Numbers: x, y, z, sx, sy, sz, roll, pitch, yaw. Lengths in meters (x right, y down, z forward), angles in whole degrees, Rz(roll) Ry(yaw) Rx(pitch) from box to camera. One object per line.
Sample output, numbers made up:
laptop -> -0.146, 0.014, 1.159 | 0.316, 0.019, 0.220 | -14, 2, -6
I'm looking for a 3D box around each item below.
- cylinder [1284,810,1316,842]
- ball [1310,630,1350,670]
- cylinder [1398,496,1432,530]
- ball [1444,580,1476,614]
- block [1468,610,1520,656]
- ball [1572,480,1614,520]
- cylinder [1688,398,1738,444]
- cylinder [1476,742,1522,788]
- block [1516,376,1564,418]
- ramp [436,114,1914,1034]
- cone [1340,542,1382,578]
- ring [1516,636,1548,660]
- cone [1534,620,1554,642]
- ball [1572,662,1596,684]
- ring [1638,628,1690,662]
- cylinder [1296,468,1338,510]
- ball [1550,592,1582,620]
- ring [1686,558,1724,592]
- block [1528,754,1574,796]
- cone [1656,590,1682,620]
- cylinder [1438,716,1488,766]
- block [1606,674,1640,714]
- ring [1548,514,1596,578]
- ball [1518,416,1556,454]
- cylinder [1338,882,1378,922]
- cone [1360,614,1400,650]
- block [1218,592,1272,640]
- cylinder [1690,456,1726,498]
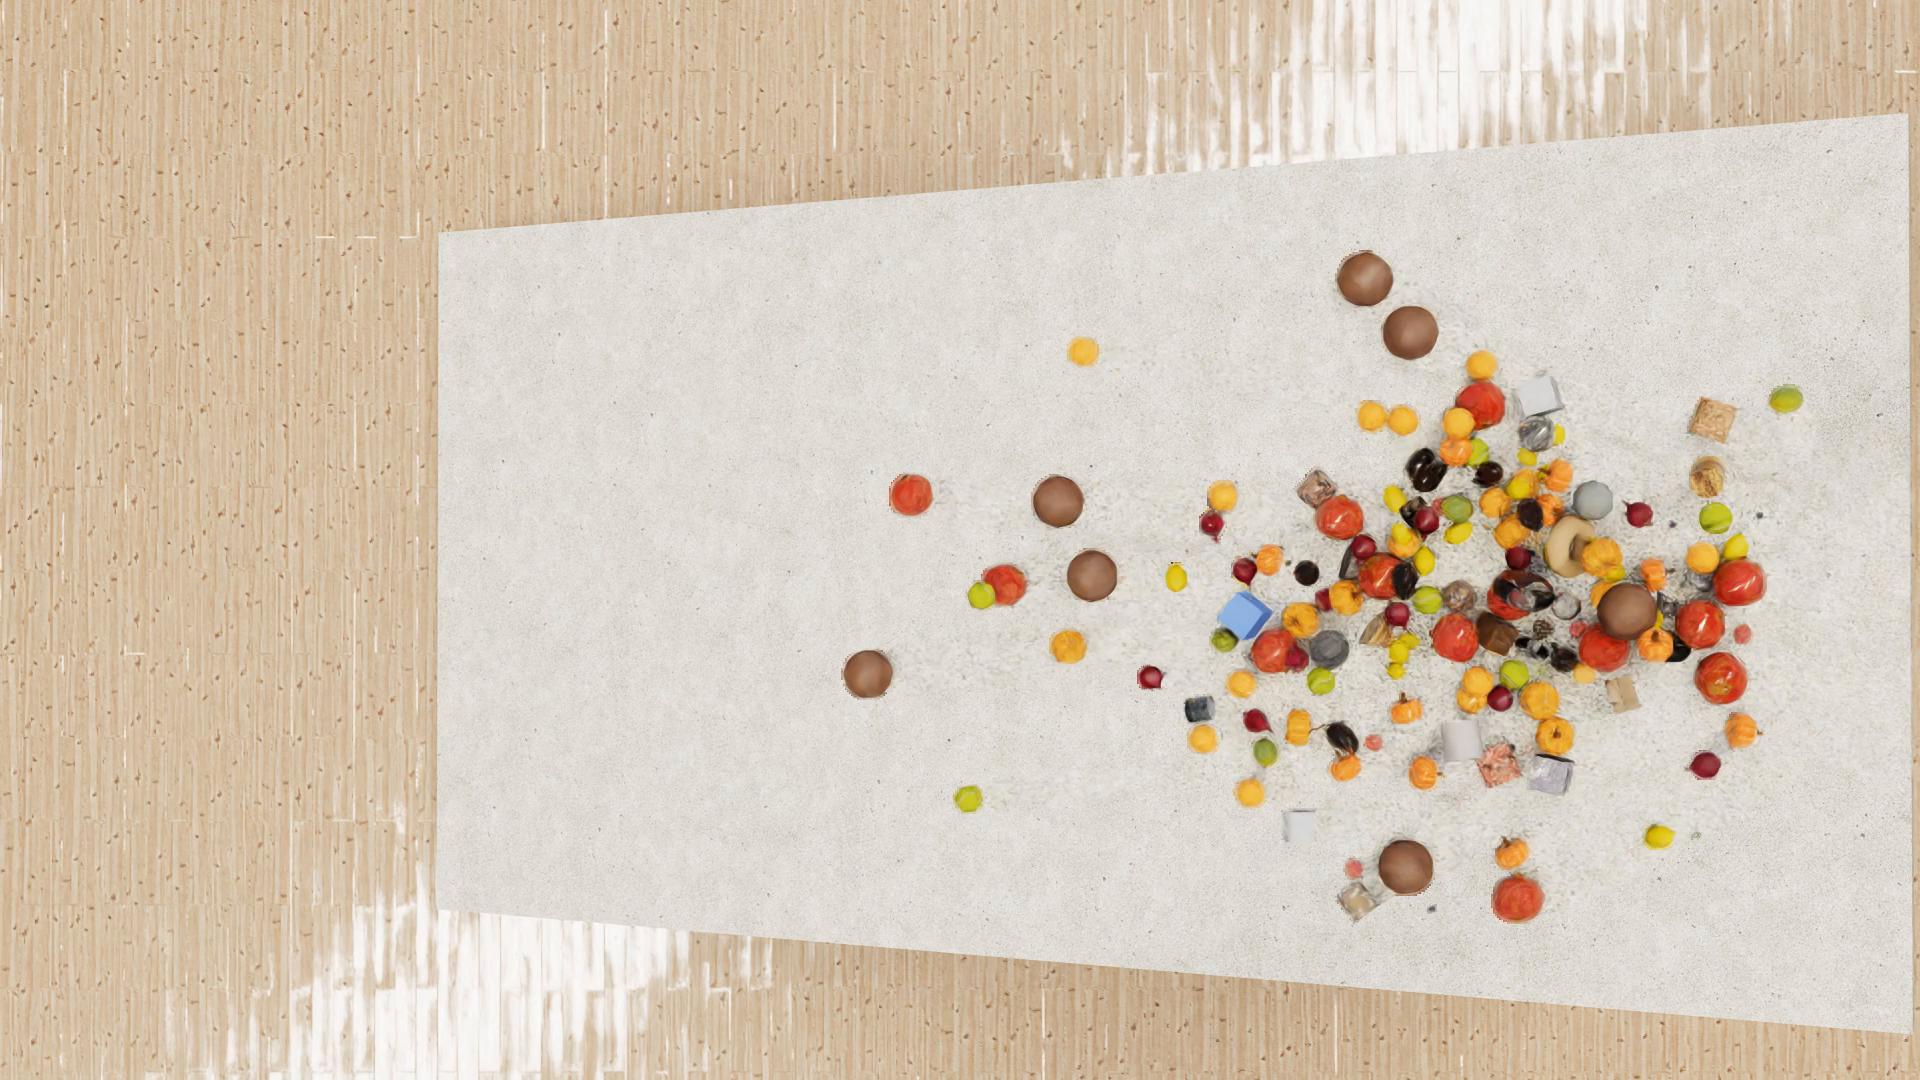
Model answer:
cylinder -> 0.822, 0.692, 5.314 | 0.073, 0.073, 0.073 | -4, 85, 0
ball -> 0.884, 0.262, 5.259 | 0.097, 0.097, 0.097 | 0, 89, 0
cylinder -> 1.078, -0.066, 5.206 | 0.057, 0.057, 0.057 | -38, 89, 1
ball -> 1.172, 0.133, 5.155 | 0.077, 0.077, 0.077 | 0, 89, 0
block -> 1.242, 0.217, 5.111 | 0.069, 0.069, 0.069 | 20, 106, -30
ball -> 1.431, -0.088, 4.969 | 0.091, 0.091, 0.091 | 0, 89, 0
cylinder -> 1.683, -0.268, 4.914 | 0.082, 0.082, 0.082 | 19, 98, 0
cylinder -> 1.249, 0.523, 5.110 | 0.085, 0.085, 0.085 | -21, 80, 0
block -> 1.341, -0.330, 5.081 | 0.077, 0.077, 0.077 | -17, 82, 24
ramp -> 0.281, 0.081, 5.683 | 4.000, 0.100, 2.000 | 0, 89, 26
cone -> 0.970, 0.063, 5.274 | 0.092, 0.092, 0.092 | 17, 89, -2
ring -> 1.321, 0.250, 5.077 | 0.080, 0.080, 0.027 | 34, 92, 0
cone -> 1.341, 0.220, 5.089 | 0.051, 0.051, 0.051 | 20, 129, 0
ball -> 1.432, 0.306, 5.045 | 0.051, 0.051, 0.051 | 0, 89, 0
ring -> 1.582, 0.238, 4.940 | 0.116, 0.116, 0.039 | 8, 116, 0
cylinder -> 0.863, -0.122, 5.309 | 0.073, 0.073, 0.073 | 40, 107, 0
ball -> 1.375, 0.150, 4.990 | 0.066, 0.066, 0.066 | 0, 89, 0
ring -> 1.670, 0.077, 4.932 | 0.083, 0.028, 0.083 | -2, 66, 3
block -> 1.362, 0.540, 5.061 | 0.078, 0.078, 0.078 | 11, 94, 25
cone -> 1.592, 0.137, 4.982 | 0.061, 0.061, 0.061 | -18, 52, 0
cylinder -> 1.156, 0.463, 5.058 | 0.087, 0.087, 0.087 | -16, 68, 0
block -> 1.496, 0.349, 4.966 | 0.057, 0.057, 0.057 | -17, 53, 13
ring -> 1.391, 0.013, 4.999 | 0.149, 0.050, 0.149 | -8, 104, -37
ball -> 1.320, -0.242, 5.032 | 0.086, 0.086, 0.086 | 0, 89, 0
cylinder -> 0.952, 0.865, 5.258 | 0.070, 0.070, 0.070 | -36, 74, 0
cone -> 1.018, 0.237, 5.250 | 0.090, 0.090, 0.090 | 35, 89, -6
block -> 0.698, 0.184, 5.380 | 0.084, 0.084, 0.084 | 41, 106, 20
cylinder -> 1.667, -0.141, 4.899 | 0.070, 0.070, 0.070 | 11, 121, 18
